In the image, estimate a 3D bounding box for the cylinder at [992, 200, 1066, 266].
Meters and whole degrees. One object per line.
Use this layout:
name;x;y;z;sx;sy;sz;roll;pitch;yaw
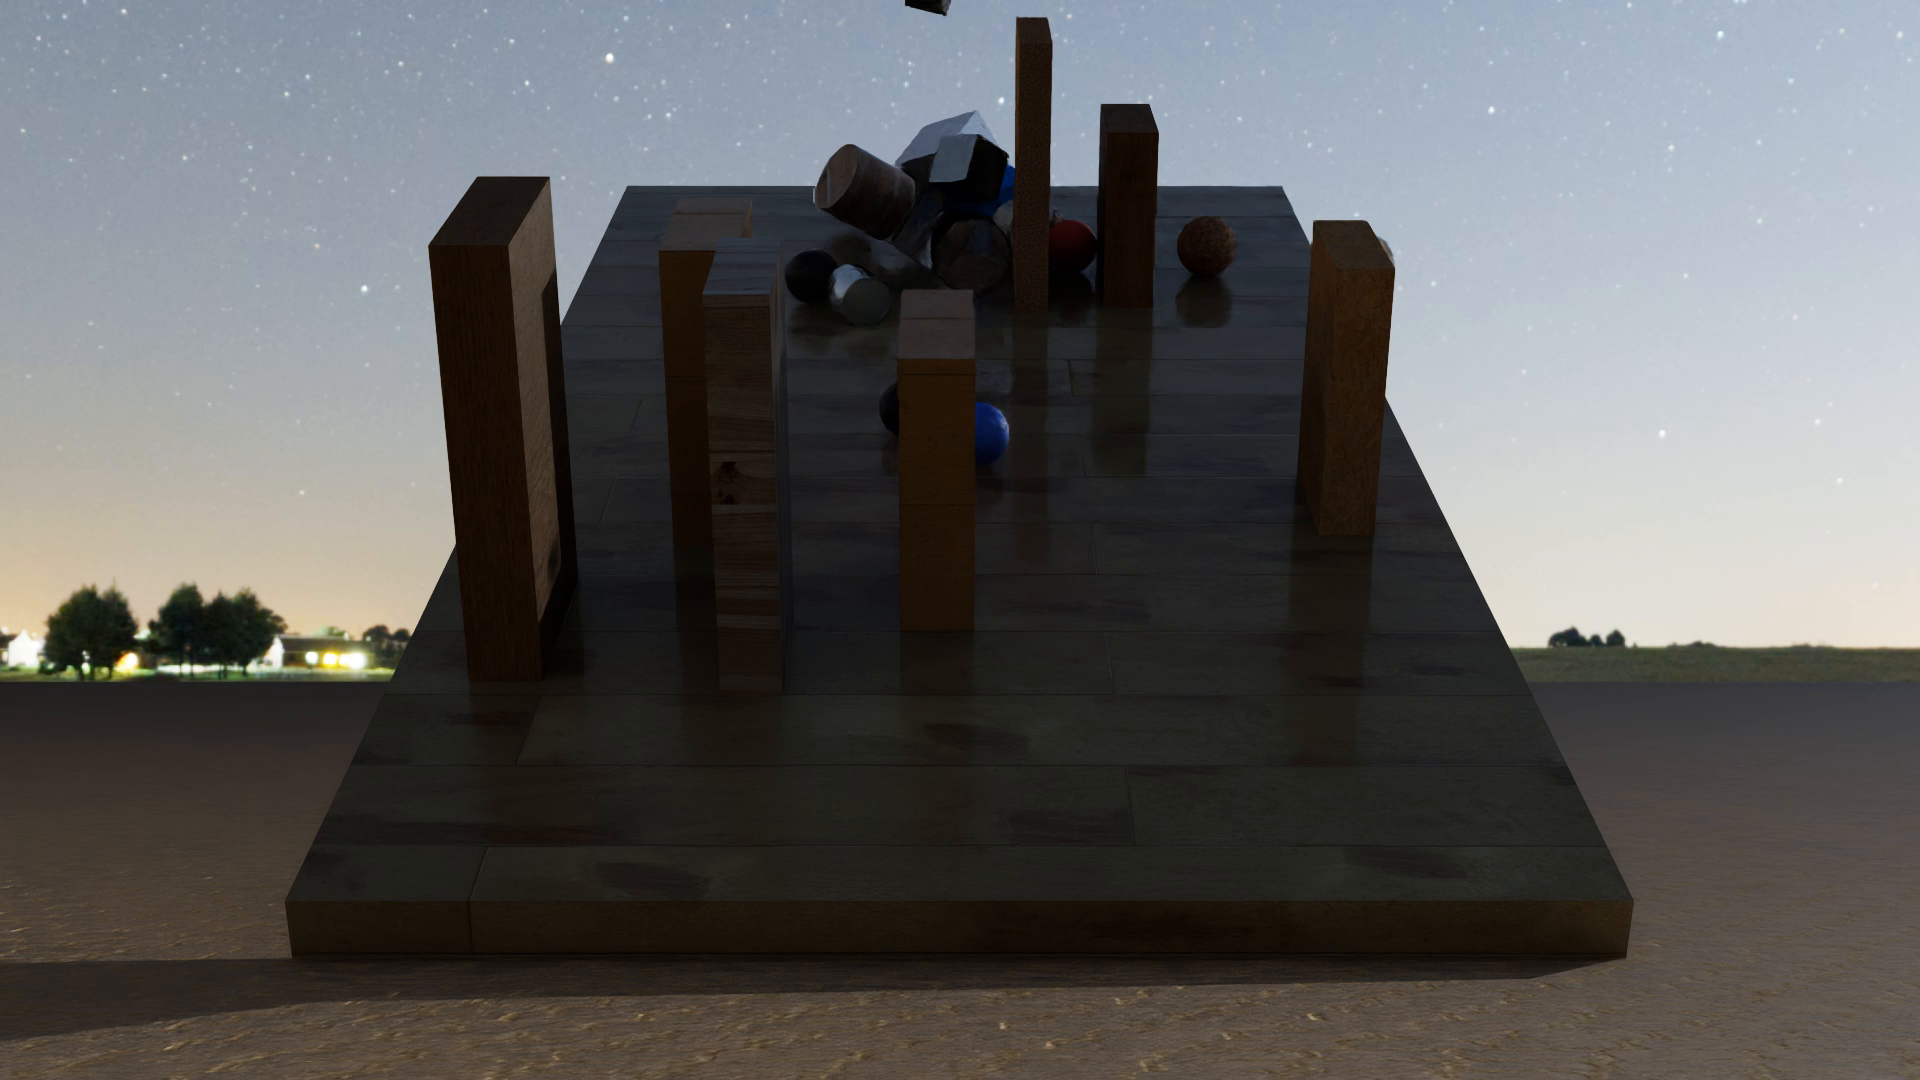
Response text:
cylinder;0.190;-0.839;6.362;0.156;0.156;0.156;22;12;40

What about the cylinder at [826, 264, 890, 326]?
cylinder;-0.259;-0.622;5.900;0.129;0.129;0.129;2;21;-24

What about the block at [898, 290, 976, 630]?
block;-0.042;-0.155;4.351;0.136;0.529;0.398;0;24;0

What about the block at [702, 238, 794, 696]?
block;-0.363;-0.128;4.040;0.109;0.729;0.323;0;24;0

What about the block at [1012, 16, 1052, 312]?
block;0.186;-0.971;6.001;0.082;0.689;0.330;0;24;0

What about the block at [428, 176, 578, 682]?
block;-0.799;-0.201;4.124;0.130;0.794;0.429;0;24;0

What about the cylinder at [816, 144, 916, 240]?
cylinder;-0.260;-0.957;6.397;0.197;0.197;0.197;25;-17;-31

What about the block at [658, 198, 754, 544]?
block;-0.496;-0.343;4.677;0.149;0.608;0.368;0;24;0

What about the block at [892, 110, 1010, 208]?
block;-0.021;-1.073;6.682;0.205;0.205;0.205;-8;36;41

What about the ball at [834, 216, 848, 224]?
ball;-0.313;-0.969;6.654;0.126;0.126;0.126;0;-3;0

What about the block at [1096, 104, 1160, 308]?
block;0.434;-0.875;6.067;0.129;0.460;0.310;0;24;0

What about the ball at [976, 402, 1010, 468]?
ball;0.035;-0.228;4.995;0.141;0.141;0.141;0;-3;0

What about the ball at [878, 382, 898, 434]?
ball;-0.119;-0.292;5.161;0.123;0.123;0.123;0;-3;0

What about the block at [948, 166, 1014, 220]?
block;0.106;-0.924;6.503;0.195;0.195;0.195;-22;32;-40

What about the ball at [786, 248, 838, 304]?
ball;-0.382;-0.684;6.024;0.142;0.142;0.142;0;-3;0

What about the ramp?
ramp;-0.008;-0.228;5.294;2.000;0.100;4.000;0;24;0

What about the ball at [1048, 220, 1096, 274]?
ball;0.297;-0.791;6.268;0.144;0.144;0.144;0;-3;0

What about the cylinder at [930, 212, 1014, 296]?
cylinder;0.028;-0.730;5.923;0.196;0.196;0.196;0;14;-5

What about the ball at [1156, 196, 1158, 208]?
ball;0.479;-0.964;6.629;0.168;0.168;0.168;0;-3;0

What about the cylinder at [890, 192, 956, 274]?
cylinder;-0.077;-0.820;6.226;0.164;0.164;0.164;33;6;-4

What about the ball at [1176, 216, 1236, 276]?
ball;0.663;-0.789;6.246;0.159;0.159;0.159;0;-3;0

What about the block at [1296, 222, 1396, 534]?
block;0.779;-0.332;4.721;0.111;0.557;0.327;0;24;0

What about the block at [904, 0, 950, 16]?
block;-0.087;-1.580;6.593;0.121;0.121;0.121;17;-6;10

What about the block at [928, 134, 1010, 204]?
block;0.023;-0.975;6.103;0.132;0.132;0.132;4;-15;42

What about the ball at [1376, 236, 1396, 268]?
ball;1.072;-0.730;6.158;0.165;0.165;0.165;0;-3;0
